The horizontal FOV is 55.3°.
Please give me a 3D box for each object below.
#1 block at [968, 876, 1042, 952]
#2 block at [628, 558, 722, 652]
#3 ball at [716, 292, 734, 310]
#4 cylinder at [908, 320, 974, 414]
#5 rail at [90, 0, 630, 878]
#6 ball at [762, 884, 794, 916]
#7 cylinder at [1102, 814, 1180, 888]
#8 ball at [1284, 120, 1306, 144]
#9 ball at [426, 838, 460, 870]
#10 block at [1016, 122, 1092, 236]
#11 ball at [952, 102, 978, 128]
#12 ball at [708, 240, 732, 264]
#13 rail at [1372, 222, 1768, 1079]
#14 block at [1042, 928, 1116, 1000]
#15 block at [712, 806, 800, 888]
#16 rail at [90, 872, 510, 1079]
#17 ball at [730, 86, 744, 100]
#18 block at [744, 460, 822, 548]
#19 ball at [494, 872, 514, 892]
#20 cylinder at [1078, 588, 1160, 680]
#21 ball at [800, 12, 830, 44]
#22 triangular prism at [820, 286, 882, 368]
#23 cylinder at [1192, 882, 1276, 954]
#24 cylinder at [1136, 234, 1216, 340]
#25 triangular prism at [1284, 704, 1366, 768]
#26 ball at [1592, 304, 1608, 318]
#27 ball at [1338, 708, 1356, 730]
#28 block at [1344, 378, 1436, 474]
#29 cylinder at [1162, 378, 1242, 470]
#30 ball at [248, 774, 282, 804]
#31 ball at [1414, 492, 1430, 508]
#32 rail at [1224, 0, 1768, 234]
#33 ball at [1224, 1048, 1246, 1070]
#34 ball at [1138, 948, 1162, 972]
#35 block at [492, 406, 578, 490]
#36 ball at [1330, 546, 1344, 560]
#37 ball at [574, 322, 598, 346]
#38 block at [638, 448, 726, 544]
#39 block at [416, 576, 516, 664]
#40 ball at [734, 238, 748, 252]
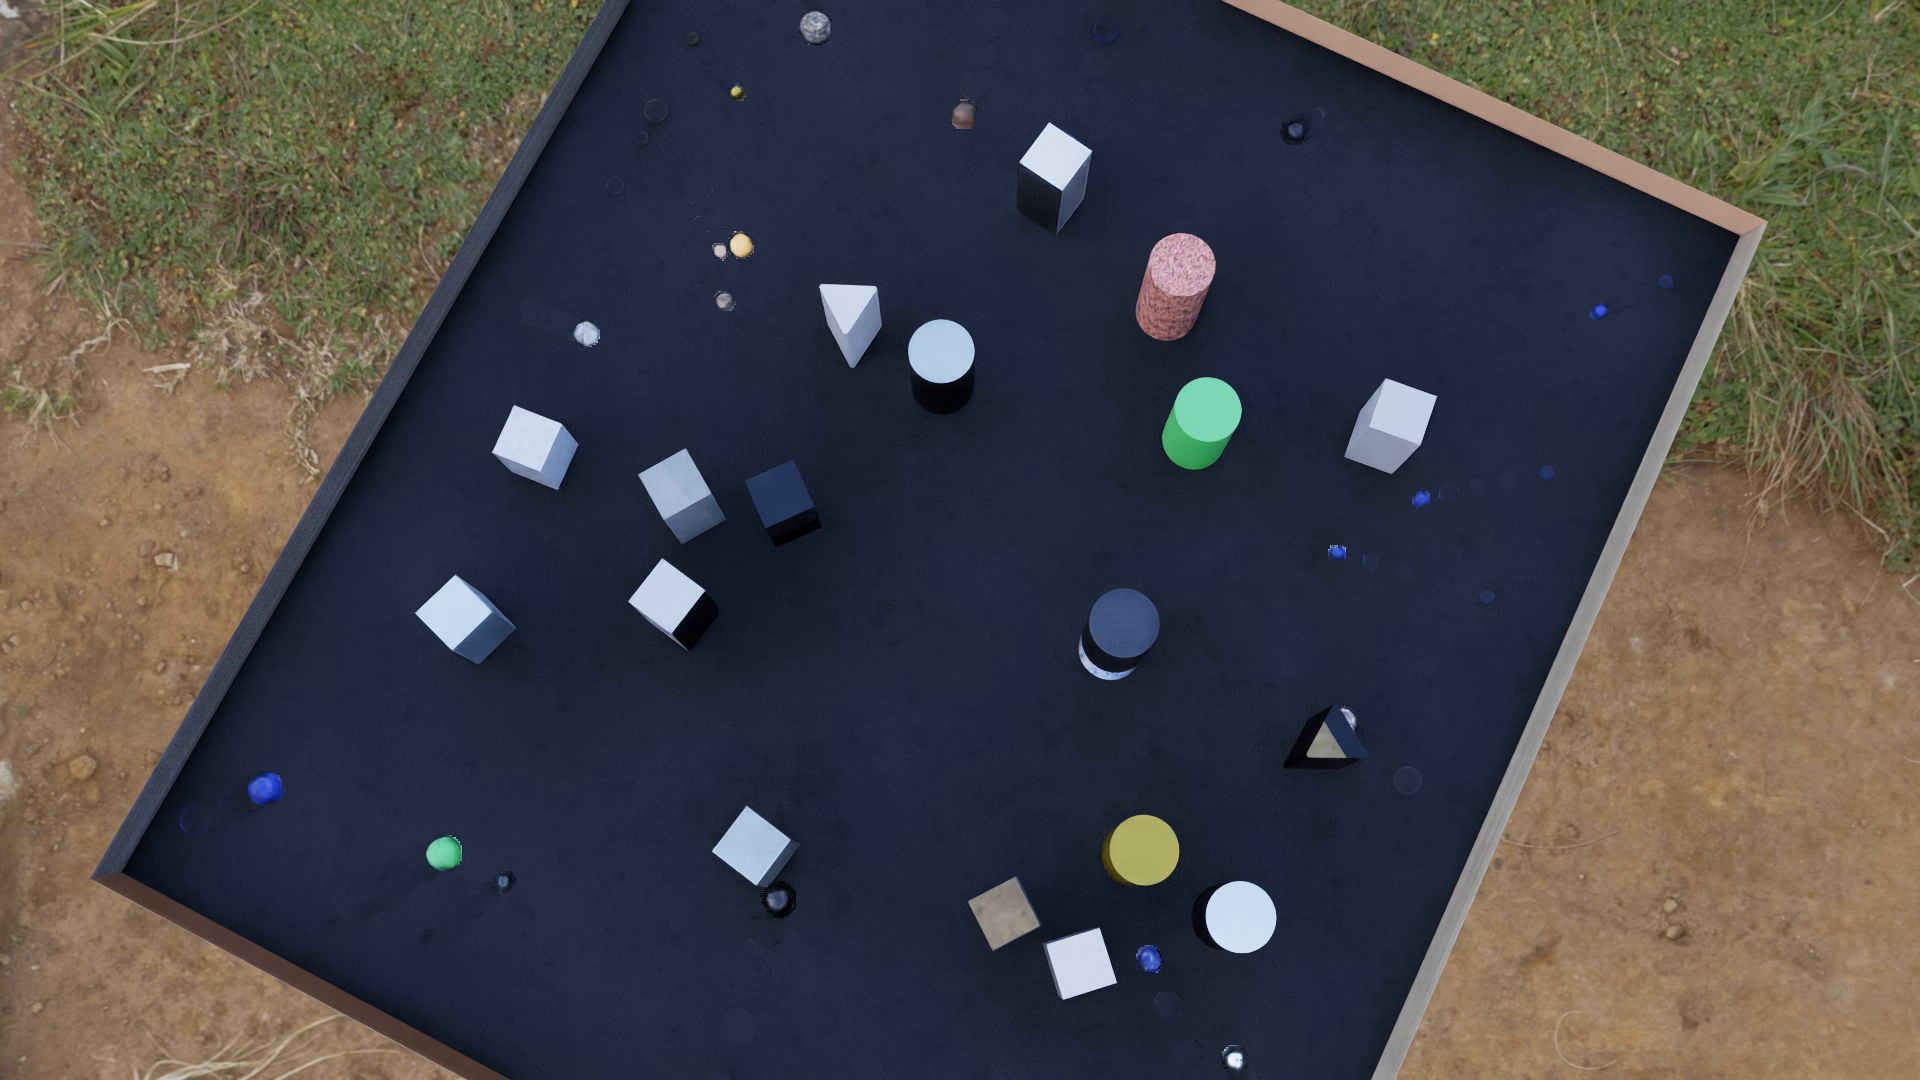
[{"bbox_3d":[0.127,1.074,5.268,0.156,0.248,0.156,-27,80,-5],"label":"block"},{"bbox_3d":[-0.834,0.196,5.389,0.156,0.367,0.156,36,81,7],"label":"block"},{"bbox_3d":[-0.737,-0.747,5.743,0.055,0.055,0.055,0,78,0],"label":"ball"},{"bbox_3d":[-0.055,-0.520,5.549,0.195,0.343,0.195,0,78,0],"label":"cylinder"},{"bbox_3d":[-1.586,-0.770,5.710,0.045,0.127,4.043,26,80,5],"label":"rail"},{"bbox_3d":[-0.530,1.050,5.343,0.096,0.096,0.096,0,78,0],"label":"ball"},{"bbox_3d":[0.516,0.898,5.275,0.195,0.305,0.195,0,78,0],"label":"cylinder"},{"bbox_3d":[1.068,-1.300,5.849,0.072,0.072,0.072,0,78,0],"label":"ball"},{"bbox_3d":[-1.515,0.921,5.377,0.096,0.096,0.096,0,78,0],"label":"ball"},{"bbox_3d":[0.286,-1.108,5.656,0.156,0.371,0.156,35,80,7],"label":"block"},{"bbox_3d":[0.015,-1.358,5.856,0.081,0.081,0.081,0,78,0],"label":"ball"},{"bbox_3d":[-0.757,-0.910,5.783,0.072,0.072,0.072,0,78,0],"label":"ball"},{"bbox_3d":[1.586,0.783,5.389,0.045,0.127,4.043,26,80,5],"label":"rail"},{"bbox_3d":[0.339,1.207,5.232,0.156,0.263,0.156,-17,79,-3],"label":"block"},{"bbox_3d":[-0.582,0.885,5.268,0.156,0.325,0.156,36,81,7],"label":"block"},{"bbox_3d":[-0.893,1.756,5.187,3.594,0.127,0.045,26,80,5],"label":"rail"},{"bbox_3d":[-0.717,-1.437,5.891,0.044,0.044,0.044,0,78,0],"label":"ball"},{"bbox_3d":[-0.527,-0.106,5.491,0.156,0.289,0.156,-24,79,-5],"label":"block"},{"bbox_3d":[-1.338,1.004,5.381,0.054,0.054,0.054,0,78,0],"label":"ball"},{"bbox_3d":[0.456,0.279,5.315,0.195,0.479,0.195,0,78,0],"label":"cylinder"},{"bbox_3d":[-0.465,-1.652,5.909,0.098,0.098,0.098,0,78,0],"label":"ball"},{"bbox_3d":[-0.353,-0.680,5.581,0.147,0.344,0.169,32,80,6],"label":"triangular prism"},{"bbox_3d":[0.777,1.076,5.228,0.195,0.324,0.195,0,78,0],"label":"cylinder"},{"bbox_3d":[0.650,-0.762,5.561,0.195,0.418,0.195,0,78,0],"label":"cylinder"},{"bbox_3d":[1.052,0.569,5.306,0.169,0.377,0.147,0,78,0],"label":"triangular prism"},{"bbox_3d":[2.006,-0.715,5.742,0.044,0.044,0.044,0,78,0],"label":"ball"},{"bbox_3d":[1.140,0.542,5.462,0.082,0.082,0.082,0,78,0],"label":"ball"},{"bbox_3d":[1.289,-0.338,5.504,0.156,0.357,0.156,20,79,4],"label":"block"},{"bbox_3d":[0.724,-0.347,5.515,0.195,0.339,0.195,0,78,0],"label":"cylinder"},{"bbox_3d":[-2.055,0.736,5.417,0.093,0.093,0.093,0,78,0],"label":"ball"},{"bbox_3d":[1.415,-0.123,5.619,0.045,0.045,0.045,0,78,0],"label":"ball"},{"bbox_3d":[0.893,-1.743,5.911,3.594,0.127,0.045,26,80,5],"label":"rail"},{"bbox_3d":[0.791,1.495,5.275,0.064,0.064,0.064,0,78,0],"label":"ball"},{"bbox_3d":[0.552,1.222,5.329,0.069,0.069,0.069,0,78,0],"label":"ball"},{"bbox_3d":[-1.284,-0.278,5.552,0.156,0.239,0.156,21,79,4],"label":"block"},{"bbox_3d":[1.152,0.041,5.587,0.042,0.042,0.042,0,78,0],"label":"ball"},{"bbox_3d":[-1.165,-0.644,5.713,0.072,0.072,0.072,0,78,0],"label":"ball"},{"bbox_3d":[-0.824,-0.126,5.465,0.156,0.348,0.156,-30,80,-6],"label":"block"},{"bbox_3d":[-1.456,0.239,5.415,0.156,0.298,0.156,44,82,8],"label":"block"},{"bbox_3d":[-0.689,-0.928,5.772,0.042,0.042,0.042,0,78,0],"label":"ball"}]
